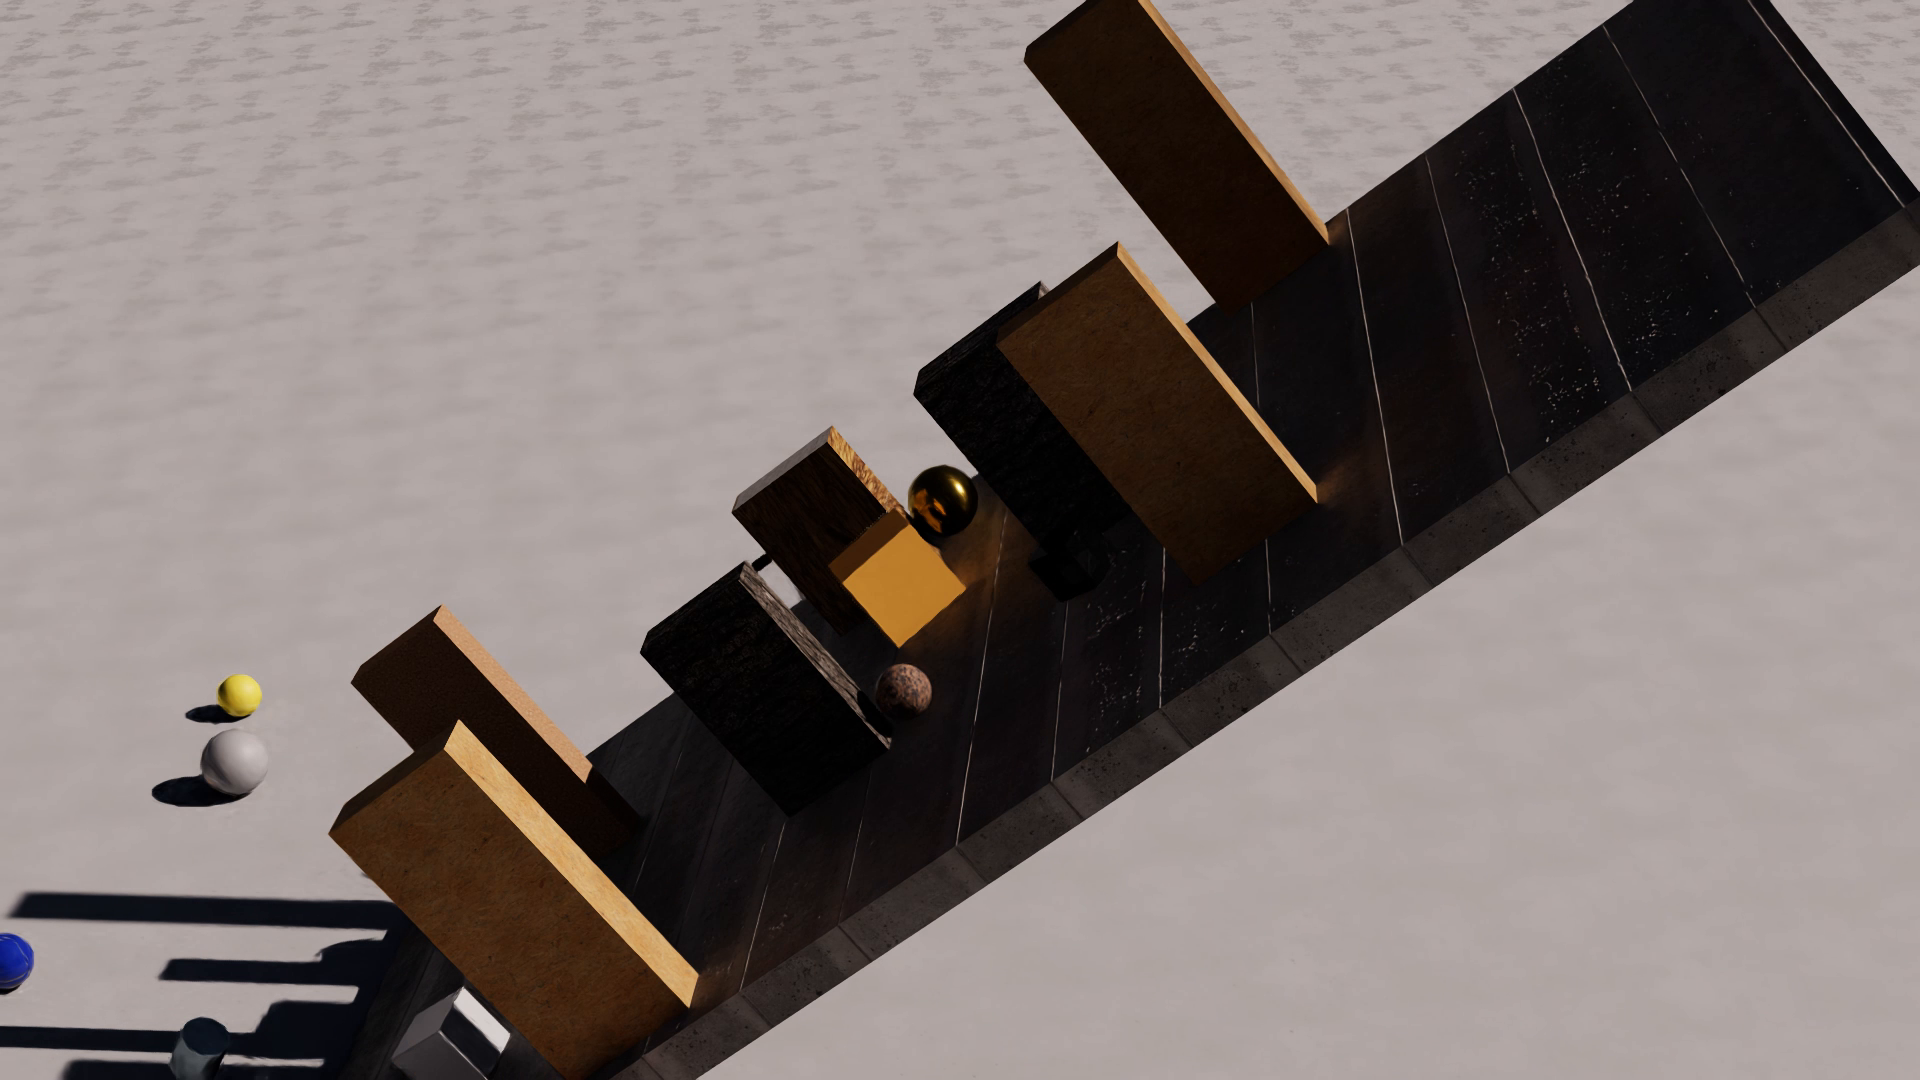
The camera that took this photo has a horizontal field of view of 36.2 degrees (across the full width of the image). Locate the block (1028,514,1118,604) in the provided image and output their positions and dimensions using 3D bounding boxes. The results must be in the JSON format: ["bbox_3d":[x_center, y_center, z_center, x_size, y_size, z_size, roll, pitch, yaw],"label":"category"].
[{"bbox_3d":[0.234,0.038,6.076,0.112,0.112,0.112,-26,21,42],"label":"block"}]

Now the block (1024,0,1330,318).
[{"bbox_3d":[0.504,-0.913,6.808,0.290,0.773,0.142,-36,16,18],"label":"block"}]

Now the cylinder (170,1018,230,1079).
[{"bbox_3d":[-1.807,1.215,6.989,0.114,0.114,0.114,19,36,-15],"label":"cylinder"}]

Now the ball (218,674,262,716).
[{"bbox_3d":[-2.151,0.464,8.782,0.128,0.128,0.128,0,23,0],"label":"ball"}]

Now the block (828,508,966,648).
[{"bbox_3d":[-0.144,0.084,6.669,0.201,0.201,0.201,-41,16,-2],"label":"block"}]

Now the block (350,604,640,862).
[{"bbox_3d":[-1.073,0.489,6.823,0.263,0.690,0.093,-36,16,18],"label":"block"}]

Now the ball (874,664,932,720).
[{"bbox_3d":[-0.118,0.317,6.125,0.119,0.119,0.119,0,23,0],"label":"ball"}]

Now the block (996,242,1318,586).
[{"bbox_3d":[0.374,-0.234,5.552,0.285,0.617,0.091,-36,16,18],"label":"block"}]

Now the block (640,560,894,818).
[{"bbox_3d":[-0.400,0.313,6.119,0.271,0.482,0.106,-36,16,18],"label":"block"}]

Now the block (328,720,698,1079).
[{"bbox_3d":[-0.859,0.708,5.698,0.305,0.704,0.123,-36,16,18],"label":"block"}]

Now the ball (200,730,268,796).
[{"bbox_3d":[-2.053,0.630,8.325,0.188,0.188,0.188,0,23,0],"label":"ball"}]

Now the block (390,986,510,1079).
[{"bbox_3d":[-1.080,1.077,6.241,0.151,0.151,0.151,-32,18,27],"label":"block"}]

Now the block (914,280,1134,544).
[{"bbox_3d":[0.189,-0.248,6.257,0.334,0.490,0.149,-36,16,18],"label":"block"}]

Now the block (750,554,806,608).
[{"bbox_3d":[-0.487,0.142,7.569,0.154,0.154,0.154,-35,-15,11],"label":"block"}]

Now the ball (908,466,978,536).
[{"bbox_3d":[-0.041,-0.093,6.972,0.169,0.169,0.169,0,23,0],"label":"ball"}]

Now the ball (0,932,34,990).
[{"bbox_3d":[-2.401,1.059,7.395,0.141,0.141,0.141,0,23,0],"label":"ball"}]

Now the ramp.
[{"bbox_3d":[0.123,0.184,6.336,4.000,0.100,2.000,-36,16,18],"label":"ramp"}]

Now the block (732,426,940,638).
[{"bbox_3d":[-0.290,-0.019,6.917,0.294,0.402,0.105,-36,16,18],"label":"block"}]
